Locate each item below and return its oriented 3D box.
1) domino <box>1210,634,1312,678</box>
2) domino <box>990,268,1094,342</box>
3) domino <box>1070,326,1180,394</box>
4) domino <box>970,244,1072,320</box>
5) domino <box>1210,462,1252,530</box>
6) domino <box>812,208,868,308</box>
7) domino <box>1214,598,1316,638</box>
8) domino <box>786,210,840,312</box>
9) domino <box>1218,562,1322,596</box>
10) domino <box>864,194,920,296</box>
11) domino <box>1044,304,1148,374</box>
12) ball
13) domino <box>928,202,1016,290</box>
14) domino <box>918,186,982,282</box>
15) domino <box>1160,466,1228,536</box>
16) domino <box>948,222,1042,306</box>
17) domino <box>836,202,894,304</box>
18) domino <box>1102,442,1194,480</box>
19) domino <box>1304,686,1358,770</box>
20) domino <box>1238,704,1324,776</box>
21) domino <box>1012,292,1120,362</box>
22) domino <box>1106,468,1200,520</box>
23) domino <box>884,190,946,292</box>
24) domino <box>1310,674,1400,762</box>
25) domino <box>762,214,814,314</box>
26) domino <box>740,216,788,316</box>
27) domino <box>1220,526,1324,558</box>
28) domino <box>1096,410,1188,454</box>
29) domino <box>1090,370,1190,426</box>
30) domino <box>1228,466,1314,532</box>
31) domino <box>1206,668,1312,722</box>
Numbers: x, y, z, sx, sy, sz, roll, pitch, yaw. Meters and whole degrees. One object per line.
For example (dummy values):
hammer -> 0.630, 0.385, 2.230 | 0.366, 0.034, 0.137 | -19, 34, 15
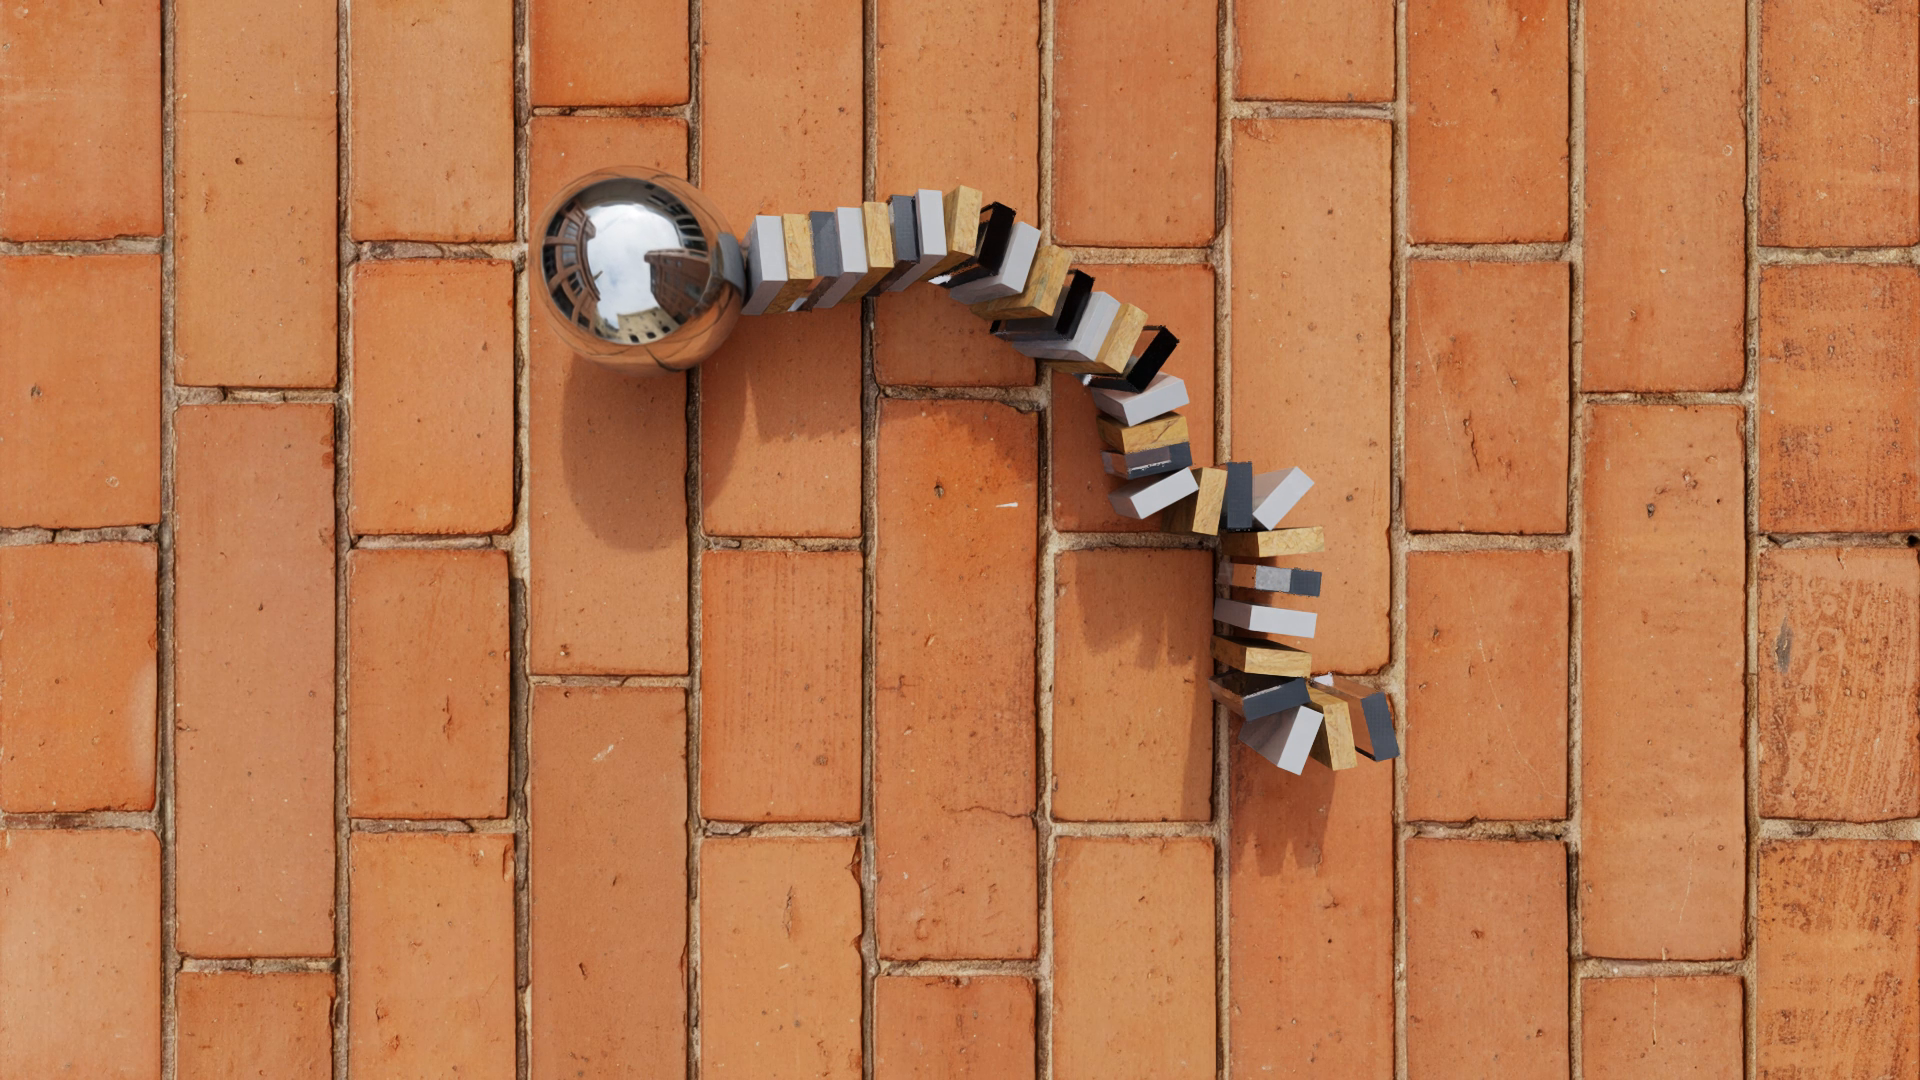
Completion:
domino -> 0.122, 0.047, 0.375 | 0.025, 0.050, 0.009 | 5, 90, 0
domino -> 0.033, -0.096, 0.376 | 0.010, 0.050, 0.025 | 20, 90, -30
domino -> 0.066, -0.075, 0.375 | 0.009, 0.050, 0.025 | 36, 89, -22
domino -> 0.024, -0.105, 0.376 | 0.010, 0.050, 0.025 | 20, 90, -30
domino -> 0.107, -0.017, 0.375 | 0.009, 0.050, 0.025 | 0, 90, 0
domino -> -0.051, -0.114, 0.375 | 0.009, 0.050, 0.025 | -6, 90, -24
domino -> 0.123, 0.031, 0.375 | 0.025, 0.050, 0.009 | 7, 90, 0
domino -> -0.062, -0.113, 0.375 | 0.009, 0.050, 0.025 | -6, 90, -24
domino -> 0.125, 0.016, 0.375 | 0.025, 0.050, 0.009 | 6, 90, 0
domino -> -0.031, -0.119, 0.375 | 0.010, 0.050, 0.025 | -5, 90, -24
domino -> 0.054, -0.082, 0.375 | 0.009, 0.050, 0.025 | 25, 90, -25
ball -> -0.125, -0.104, 0.360 | 0.080, 0.080, 0.080 | 0, 90, 0
domino -> 0.004, -0.120, 0.375 | 0.009, 0.050, 0.025 | 17, 90, -25
domino -> -0.008, -0.124, 0.375 | 0.010, 0.050, 0.025 | 7, 90, -25
domino -> 0.095, -0.015, 0.375 | 0.010, 0.050, 0.025 | 10, 90, -2
domino -> 0.013, -0.112, 0.375 | 0.010, 0.050, 0.025 | 18, 90, -26
domino -> -0.041, -0.116, 0.375 | 0.009, 0.050, 0.025 | -6, 90, -24
domino -> 0.075, -0.034, 0.375 | 0.025, 0.050, 0.010 | -12, 98, 0
domino -> 0.145, 0.075, 0.375 | 0.009, 0.050, 0.025 | -9, 90, 0
domino -> 0.130, 0.077, 0.375 | 0.009, 0.050, 0.025 | 21, 90, 0
domino -> 0.042, -0.088, 0.376 | 0.010, 0.050, 0.025 | 25, 90, -30
domino -> 0.078, -0.020, 0.375 | 0.025, 0.050, 0.009 | -28, 94, 1
domino -> -0.021, -0.121, 0.375 | 0.010, 0.050, 0.025 | -5, 90, -24
domino -> 0.161, 0.072, 0.375 | 0.010, 0.050, 0.025 | -14, 90, 0
domino -> -0.072, -0.112, 0.375 | 0.009, 0.050, 0.025 | -6, 90, -24
domino -> -0.082, -0.111, 0.375 | 0.009, 0.050, 0.025 | -6, 90, -24
domino -> 0.127, 0.001, 0.375 | 0.025, 0.050, 0.010 | -5, 90, 0
domino -> 0.073, -0.046, 0.375 | 0.025, 0.050, 0.009 | -12, 104, 0
domino -> 0.072, -0.060, 0.375 | 0.025, 0.050, 0.009 | -22, 108, 0
domino -> 0.124, -0.016, 0.375 | 0.009, 0.050, 0.025 | 43, 90, 0
domino -> 0.121, 0.061, 0.375 | 0.025, 0.050, 0.010 | -18, 90, 0
